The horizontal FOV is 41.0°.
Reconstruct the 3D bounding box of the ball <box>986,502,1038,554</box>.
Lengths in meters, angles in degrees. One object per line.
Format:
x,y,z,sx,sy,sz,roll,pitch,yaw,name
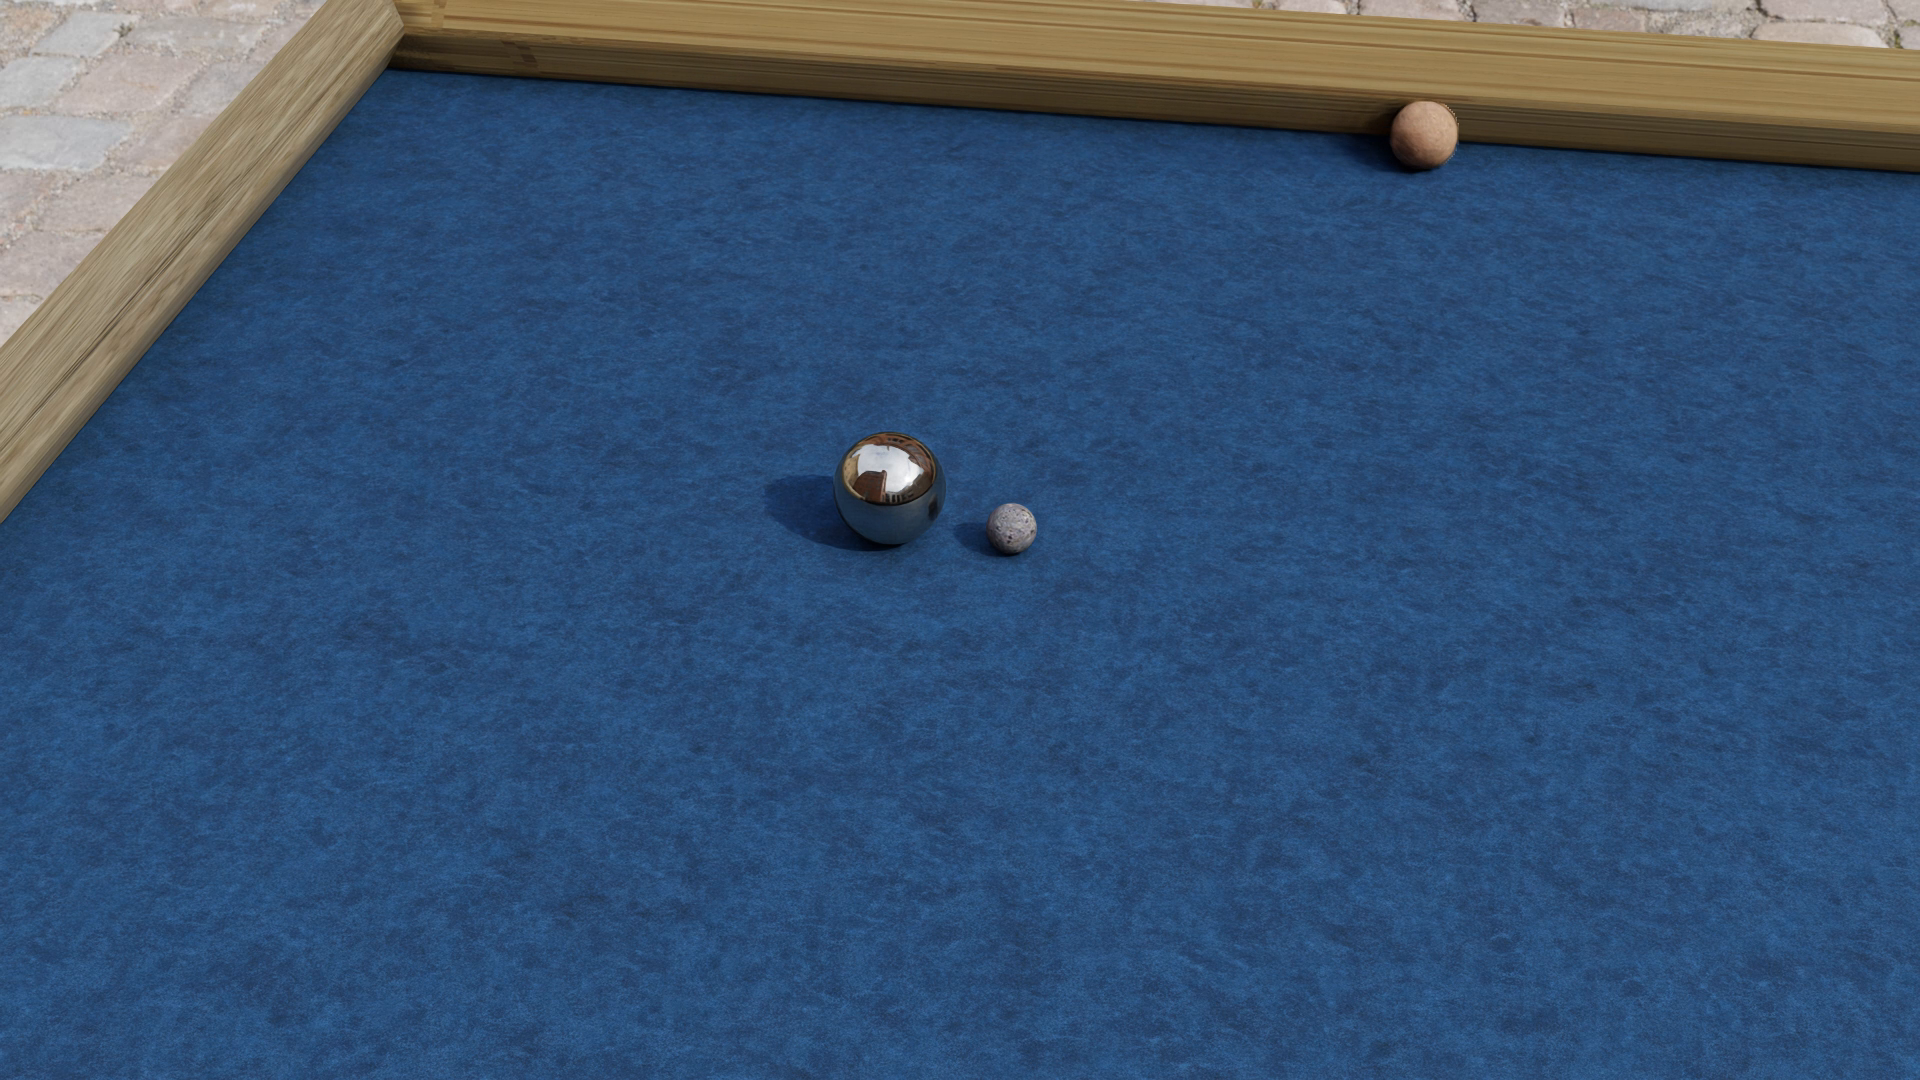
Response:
0.041,-0.009,2.024,0.040,0.040,0.040,0,34,0,ball

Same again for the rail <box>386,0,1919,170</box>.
0.902,-0.420,2.547,3.109,0.128,0.045,5,35,8,rail

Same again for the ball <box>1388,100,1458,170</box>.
0.467,-0.408,2.585,0.068,0.068,0.068,0,34,0,ball

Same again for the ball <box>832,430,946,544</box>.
-0.056,-0.041,2.026,0.090,0.090,0.090,0,34,0,ball

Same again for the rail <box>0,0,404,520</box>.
-0.744,-0.090,2.063,0.045,0.128,1.731,5,35,8,rail
